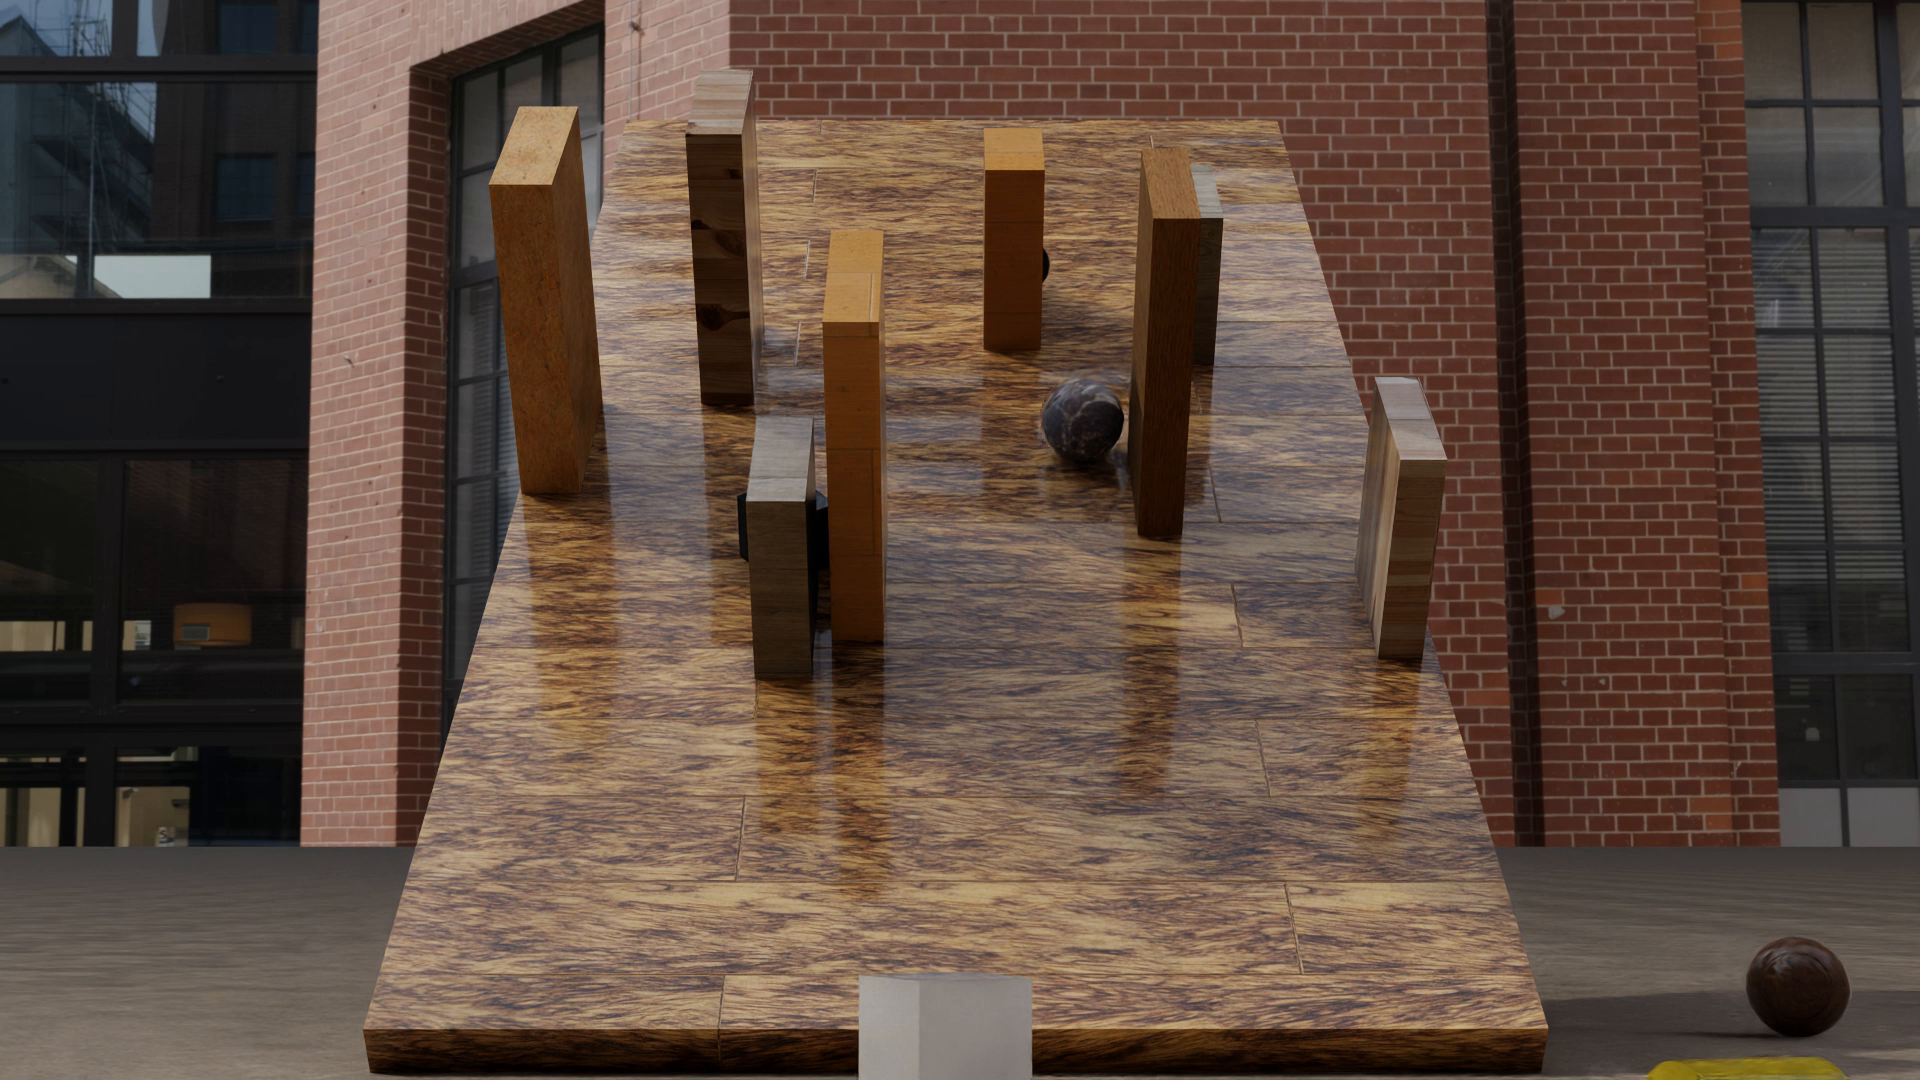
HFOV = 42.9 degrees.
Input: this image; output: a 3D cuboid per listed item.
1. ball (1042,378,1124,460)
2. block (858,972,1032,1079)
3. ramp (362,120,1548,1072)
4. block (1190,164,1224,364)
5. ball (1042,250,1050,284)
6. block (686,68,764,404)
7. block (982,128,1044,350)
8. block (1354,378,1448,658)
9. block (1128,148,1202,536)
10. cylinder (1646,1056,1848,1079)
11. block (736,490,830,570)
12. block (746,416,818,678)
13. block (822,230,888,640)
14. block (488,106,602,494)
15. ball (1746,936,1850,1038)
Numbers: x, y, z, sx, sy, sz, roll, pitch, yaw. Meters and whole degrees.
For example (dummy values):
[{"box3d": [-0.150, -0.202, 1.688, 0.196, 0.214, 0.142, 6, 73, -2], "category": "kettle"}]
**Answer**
[{"box3d": [0.288, -0.281, 5.720, 0.191, 0.191, 0.191, 0, -7, 0], "category": "ball"}, {"box3d": [-0.023, 0.751, 3.666, 0.191, 0.191, 0.191, 4, -8, -29], "category": "block"}, {"box3d": [-0.015, -0.191, 5.847, 2.000, 0.100, 4.000, 0, 32, 0], "category": "ramp"}, {"box3d": [0.583, -0.701, 6.195, 0.114, 0.401, 0.329, 0, 32, 0], "category": "block"}, {"box3d": [0.163, -0.728, 6.476, 0.148, 0.148, 0.148, 0, -7, 0], "category": "ball"}, {"box3d": [-0.568, -0.740, 5.965, 0.129, 0.704, 0.410, 0, 32, 0], "category": "block"}, {"box3d": [0.133, -0.765, 6.210, 0.146, 0.491, 0.264, 0, 32, 0], "category": "block"}, {"box3d": [0.912, -0.048, 5.082, 0.092, 0.474, 0.343, 0, 32, 0], "category": "block"}, {"box3d": [0.448, -0.436, 5.420, 0.099, 0.771, 0.368, 0, 32, 0], "category": "block"}, {"box3d": [0.819, 0.623, 2.536, 0.169, 0.169, 0.169, 2, -7, -16], "category": "cylinder"}, {"box3d": [-0.377, -0.022, 5.334, 0.153, 0.153, 0.153, -22, 38, -31], "category": "block"}, {"box3d": [-0.361, 0.012, 5.026, 0.116, 0.421, 0.344, 0, 32, 0], "category": "block"}, {"box3d": [-0.213, -0.216, 5.091, 0.109, 0.742, 0.418, 0, 32, 0], "category": "block"}, {"box3d": [-0.939, -0.548, 5.596, 0.134, 0.766, 0.438, 0, 32, 0], "category": "block"}, {"box3d": [1.693, 0.903, 4.943, 0.199, 0.199, 0.199, 0, -7, 0], "category": "ball"}]
